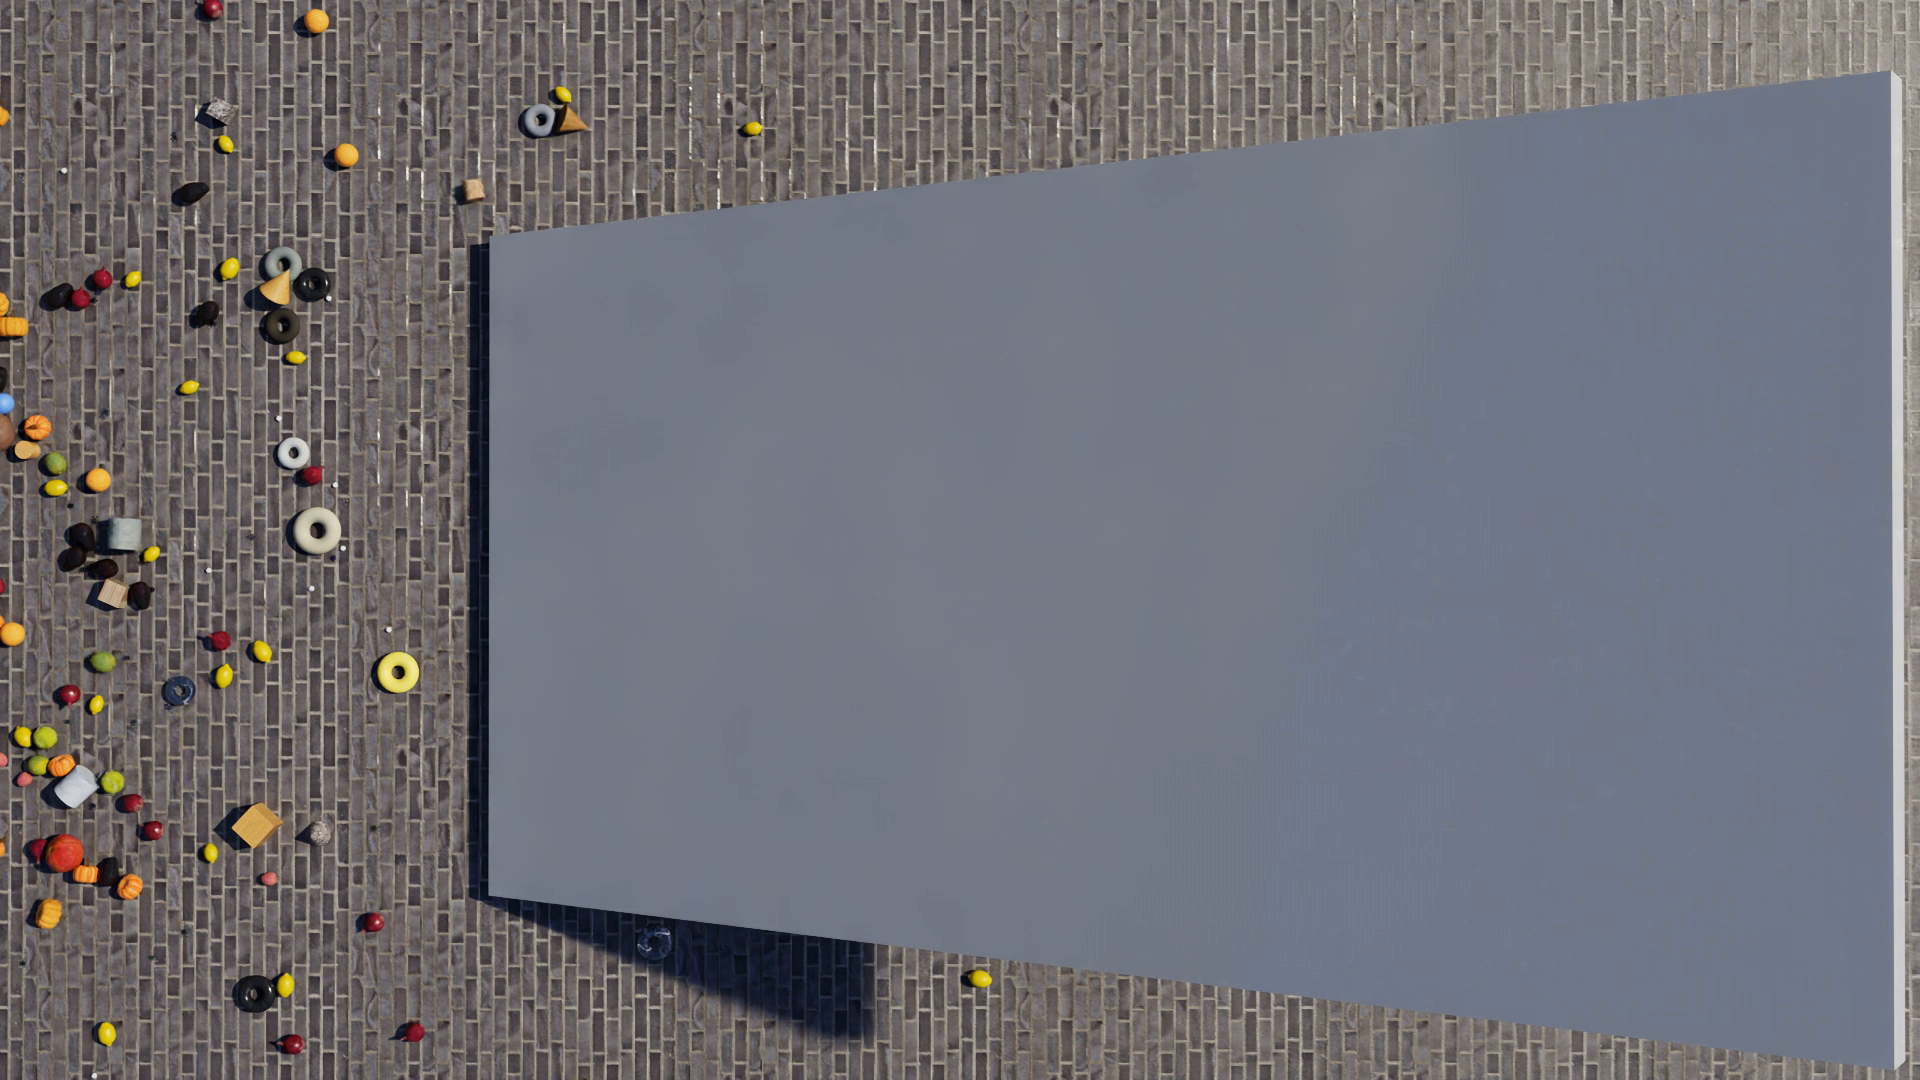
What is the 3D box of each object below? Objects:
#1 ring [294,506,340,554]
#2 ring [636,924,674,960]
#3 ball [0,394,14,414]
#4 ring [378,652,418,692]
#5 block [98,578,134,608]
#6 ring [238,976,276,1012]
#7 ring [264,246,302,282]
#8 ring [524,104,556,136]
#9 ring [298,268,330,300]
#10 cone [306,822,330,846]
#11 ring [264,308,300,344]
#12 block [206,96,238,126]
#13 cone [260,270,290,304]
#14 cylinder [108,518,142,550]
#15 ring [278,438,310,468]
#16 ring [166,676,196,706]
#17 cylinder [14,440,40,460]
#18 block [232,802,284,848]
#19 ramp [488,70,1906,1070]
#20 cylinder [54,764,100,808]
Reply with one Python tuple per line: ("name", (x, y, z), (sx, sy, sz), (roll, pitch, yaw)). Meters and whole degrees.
("ring", (-1.967, -0.028, 6.727), (0.146, 0.049, 0.146), (0, 91, 0))
("ring", (-0.932, 1.231, 6.723), (0.111, 0.037, 0.111), (0, 88, 1))
("ball", (-2.925, -0.417, 6.722), (0.065, 0.065, 0.065), (0, 90, 0))
("ring", (-1.719, 0.405, 6.727), (0.127, 0.042, 0.127), (0, 90, 1))
("block", (-2.577, 0.163, 6.716), (0.067, 0.067, 0.067), (24, 90, 0))
("ring", (-2.149, 1.388, 6.721), (0.116, 0.039, 0.116), (0, 91, 0))
("ring", (-2.074, -0.843, 6.739), (0.115, 0.038, 0.115), (0, 90, -1))
("ring", (-1.287, -1.287, 6.744), (0.103, 0.034, 0.103), (0, 89, 1))
("ring", (-1.979, -0.784, 6.740), (0.102, 0.034, 0.102), (0, 91, 1))
("cone", (-1.969, 0.901, 6.704), (0.079, 0.079, 0.079), (0, 90, 0))
("ring", (-2.077, -0.657, 6.738), (0.109, 0.036, 0.109), (0, 91, 0))
("block", (-2.260, -1.314, 6.732), (0.058, 0.058, 0.058), (29, 90, 0))
("cone", (-2.064, -0.786, 6.693), (0.098, 0.098, 0.098), (38, 112, 0))
("cylinder", (-2.546, -0.020, 6.704), (0.094, 0.094, 0.094), (4, 90, 0))
("ring", (-2.042, -0.266, 6.737), (0.098, 0.033, 0.098), (0, 89, 1))
("ring", (-2.385, 0.461, 6.732), (0.093, 0.031, 0.093), (0, 89, -1))
("cylinder", (-2.851, -0.275, 6.725), (0.055, 0.055, 0.055), (0, 90, 0))
("block", (-2.139, 0.869, 6.698), (0.092, 0.092, 0.092), (43, 90, 0))
("ramp", (0.247, 0.068, 5.574), (4.000, 0.100, 2.000), (0, 89, 35))
("cylinder", (-2.689, 0.751, 6.699), (0.093, 0.093, 0.093), (-43, 90, 0))
